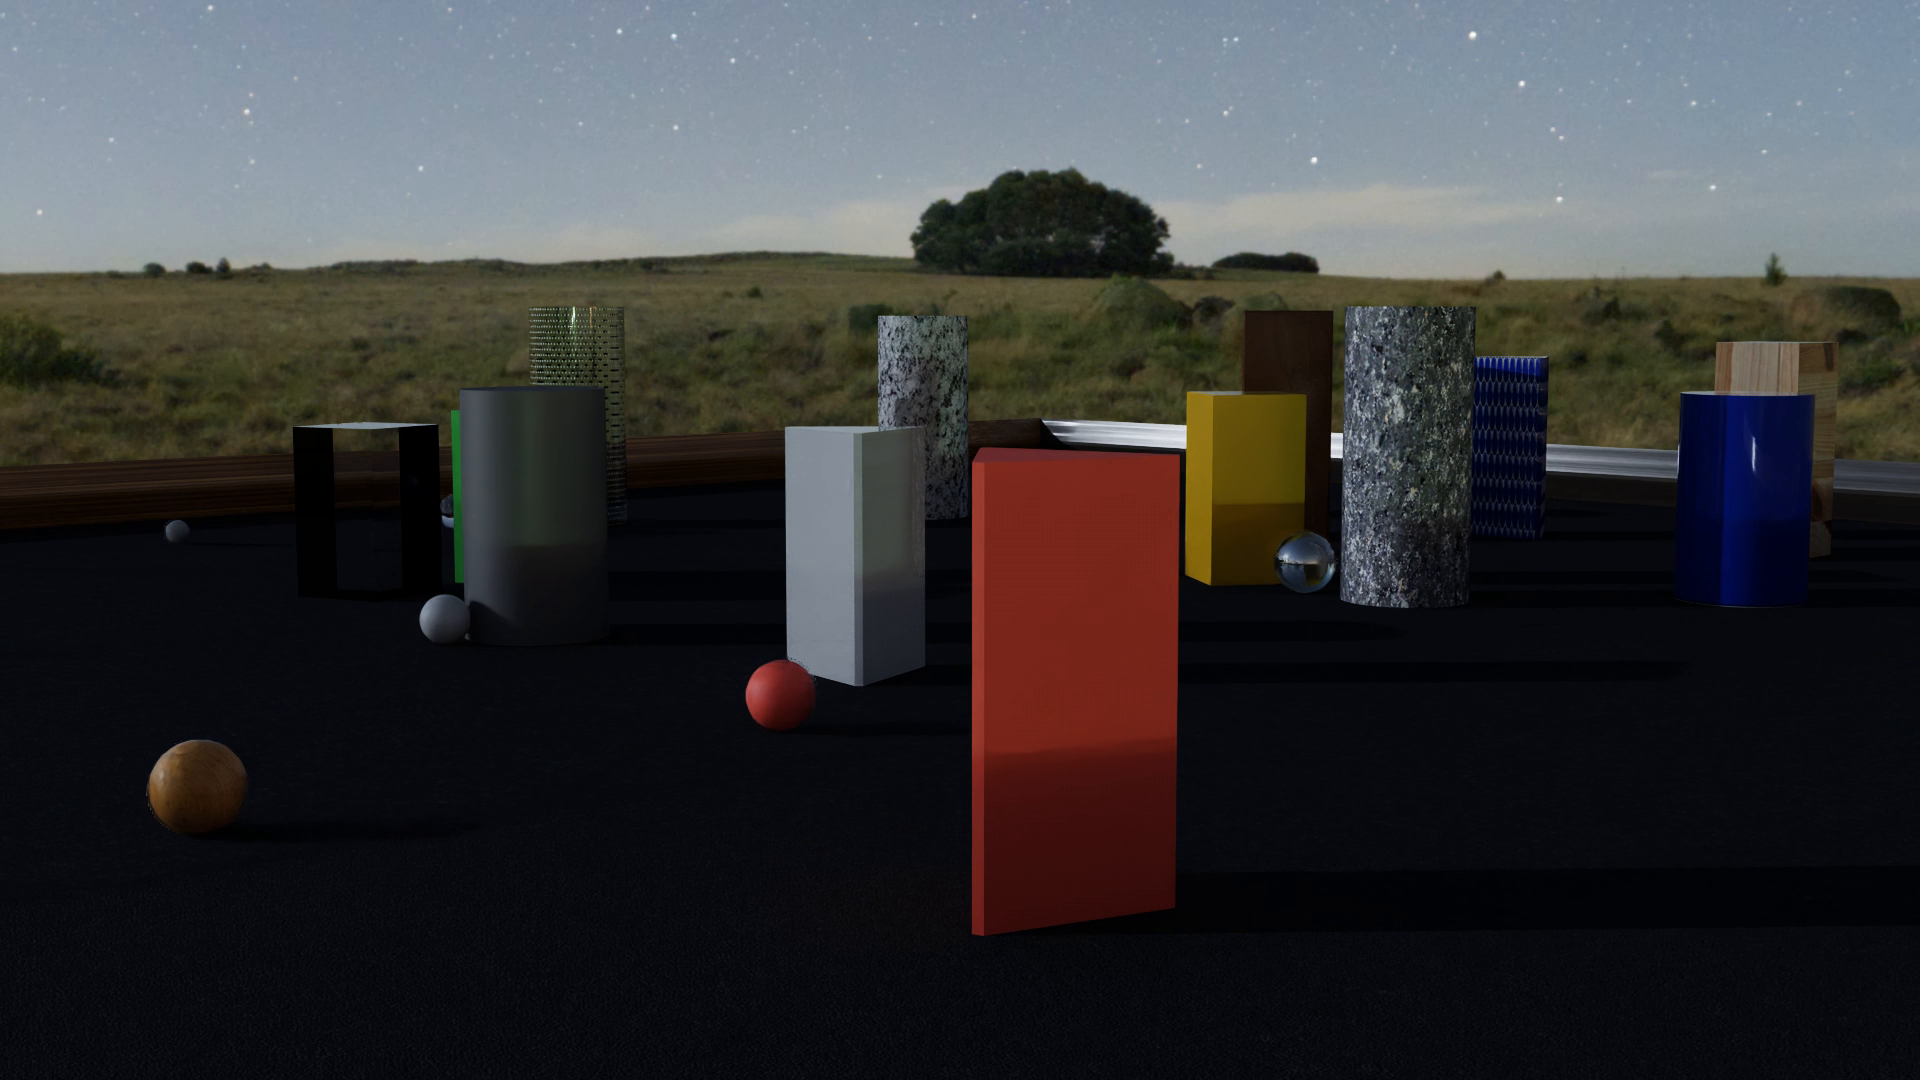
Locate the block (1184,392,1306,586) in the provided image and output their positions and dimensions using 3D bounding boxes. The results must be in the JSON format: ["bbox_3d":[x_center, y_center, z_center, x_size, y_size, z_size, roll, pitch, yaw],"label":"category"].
[{"bbox_3d":[0.469,-0.088,3.629,0.156,0.308,0.156,-1,6,-10],"label":"block"}]

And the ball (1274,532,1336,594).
[{"bbox_3d":[0.543,0.035,3.460,0.097,0.097,0.097,0,6,0],"label":"ball"}]

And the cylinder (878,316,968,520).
[{"bbox_3d":[-0.079,-0.268,4.749,0.195,0.431,0.195,0,6,0],"label":"cylinder"}]

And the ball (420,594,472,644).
[{"bbox_3d":[-0.687,0.106,2.934,0.067,0.067,0.067,0,6,0],"label":"ball"}]

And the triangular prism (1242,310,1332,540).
[{"bbox_3d":[0.635,-0.225,4.290,0.169,0.443,0.146,1,6,8],"label":"triangular prism"}]

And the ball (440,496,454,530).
[{"bbox_3d":[-1.026,-0.056,4.467,0.069,0.069,0.069,0,6,0],"label":"ball"}]

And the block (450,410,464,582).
[{"bbox_3d":[-0.731,-0.076,3.640,0.156,0.281,0.156,2,6,14],"label":"block"}]

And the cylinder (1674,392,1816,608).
[{"bbox_3d":[1.202,-0.066,3.373,0.195,0.317,0.195,0,6,0],"label":"cylinder"}]

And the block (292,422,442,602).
[{"bbox_3d":[-0.927,-0.047,3.447,0.156,0.264,0.156,3,7,26],"label":"block"}]

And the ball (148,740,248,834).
[{"bbox_3d":[-0.648,0.210,1.872,0.081,0.081,0.081,0,6,0],"label":"ball"}]

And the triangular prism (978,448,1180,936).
[{"bbox_3d":[0.053,0.103,1.656,0.169,0.338,0.146,-3,7,-27],"label":"triangular prism"}]

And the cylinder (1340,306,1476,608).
[{"bbox_3d":[0.684,-0.132,3.366,0.195,0.449,0.195,0,6,0],"label":"cylinder"}]

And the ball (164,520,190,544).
[{"bbox_3d":[-1.491,-0.015,4.189,0.045,0.045,0.045,0,6,0],"label":"ball"}]

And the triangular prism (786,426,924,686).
[{"bbox_3d":[-0.106,0.013,2.703,0.146,0.300,0.169,-4,7,-34],"label":"triangular prism"}]

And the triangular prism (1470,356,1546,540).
[{"bbox_3d":[1.117,-0.187,4.356,0.146,0.352,0.169,-6,8,-42],"label":"triangular prism"}]

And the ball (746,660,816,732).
[{"bbox_3d":[-0.189,0.165,2.330,0.075,0.075,0.075,0,6,0],"label":"ball"}]

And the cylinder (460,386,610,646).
[{"bbox_3d":[-0.580,-0.037,3.000,0.195,0.338,0.195,0,6,0],"label":"cylinder"}]

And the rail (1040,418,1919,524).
[{"bbox_3d":[1.672,-0.128,4.866,0.045,0.127,4.288,-5,8,-42],"label":"rail"}]

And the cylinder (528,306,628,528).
[{"bbox_3d":[-0.789,-0.256,4.548,0.195,0.450,0.195,0,6,0],"label":"cylinder"}]

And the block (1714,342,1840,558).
[{"bbox_3d":[1.478,-0.166,3.994,0.156,0.386,0.156,-6,8,-44],"label":"block"}]

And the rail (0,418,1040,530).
[{"bbox_3d":[-1.438,-0.129,4.882,4.597,0.127,0.045,-5,8,-42],"label":"rail"}]
